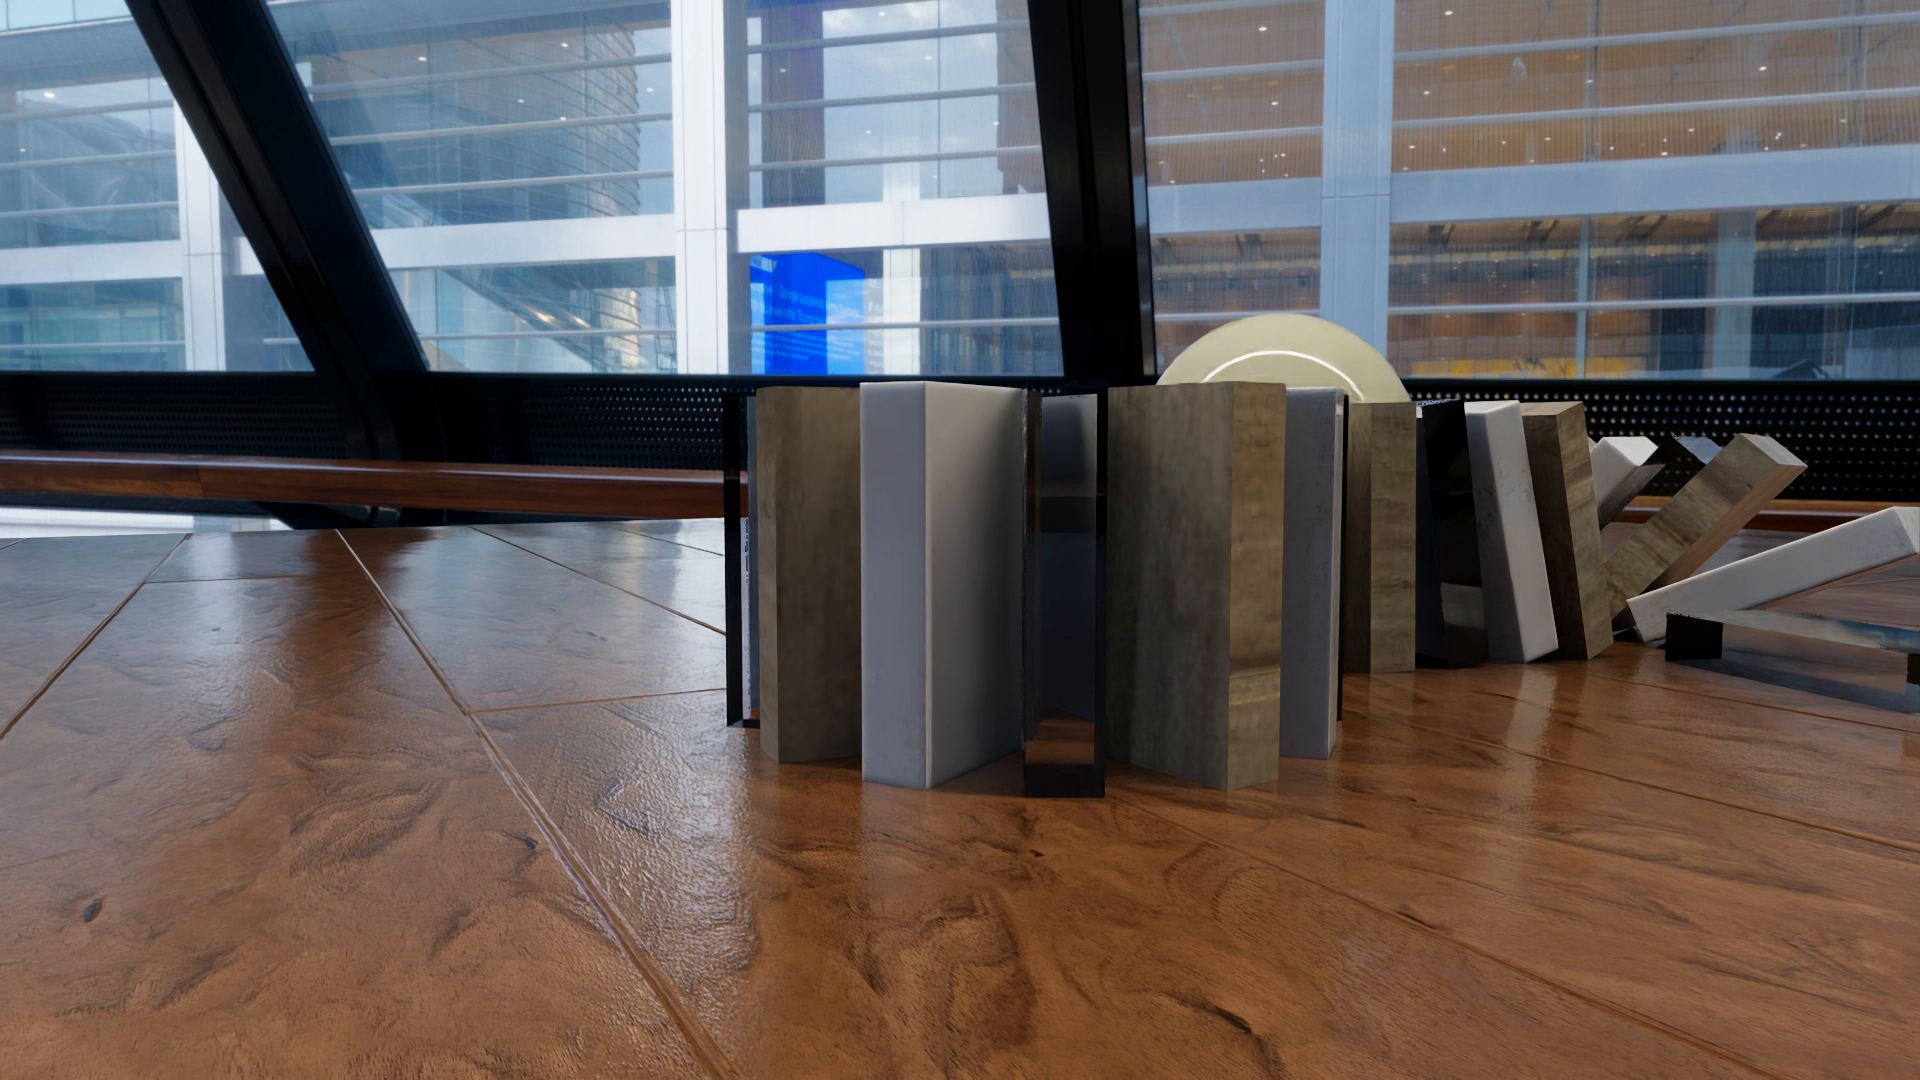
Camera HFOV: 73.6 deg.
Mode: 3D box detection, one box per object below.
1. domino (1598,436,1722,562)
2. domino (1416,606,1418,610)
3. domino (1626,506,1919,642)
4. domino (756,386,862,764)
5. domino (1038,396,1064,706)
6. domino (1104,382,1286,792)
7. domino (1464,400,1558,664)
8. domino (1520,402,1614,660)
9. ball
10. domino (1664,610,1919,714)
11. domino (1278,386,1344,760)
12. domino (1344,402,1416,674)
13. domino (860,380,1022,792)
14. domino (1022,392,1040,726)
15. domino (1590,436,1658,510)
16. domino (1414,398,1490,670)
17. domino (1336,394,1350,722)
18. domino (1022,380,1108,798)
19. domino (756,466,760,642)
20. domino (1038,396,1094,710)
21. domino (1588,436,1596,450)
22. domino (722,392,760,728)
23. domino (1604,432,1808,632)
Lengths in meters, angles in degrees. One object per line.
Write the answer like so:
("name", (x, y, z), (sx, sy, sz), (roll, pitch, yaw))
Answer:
("domino", (0.149, -0.001, 0.288), (0.025, 0.050, 0.009), (-3, 46, -44))
("domino", (0.122, -0.003, 0.315), (0.025, 0.050, 0.009), (-5, 47, -43))
("domino", (0.167, 0.007, 0.261), (0.025, 0.009, 0.050), (-1, -22, -44))
("domino", (-0.015, 0.004, 0.178), (0.025, 0.050, 0.009), (-2, 5, -23))
("domino", (0.007, 0.001, 0.217), (0.009, 0.050, 0.025), (-2, 5, -27))
("domino", (0.029, 0.005, 0.168), (0.009, 0.050, 0.025), (-3, 5, -36))
("domino", (0.102, -0.002, 0.257), (0.009, 0.050, 0.025), (-18, 11, -23))
("domino", (0.114, -0.002, 0.259), (0.009, 0.050, 0.025), (-22, 16, -31))
("ball", (0.092, -0.026, 0.374), (0.080, 0.080, 0.080), (0, 4, 0))
("domino", (0.156, 0.021, 0.230), (0.025, 0.009, 0.050), (-1, 4, -13))
("domino", (0.040, 0.004, 0.180), (0.025, 0.050, 0.009), (2, 5, 23))
("domino", (0.076, -0.001, 0.249), (0.009, 0.050, 0.025), (-3, 5, -16))
("domino", (-0.002, 0.005, 0.168), (0.009, 0.050, 0.025), (3, 5, 31))
("domino", (-0.001, 0.003, 0.198), (0.025, 0.050, 0.010), (1, 4, 9))
("domino", (0.140, -0.002, 0.297), (0.025, 0.050, 0.009), (-5, 47, -43))
("domino", (0.089, -0.002, 0.252), (0.009, 0.050, 0.025), (-11, 7, -17))
("domino", (0.045, 0.003, 0.196), (0.025, 0.050, 0.009), (-2, 5, -20))
("domino", (0.013, 0.005, 0.165), (0.009, 0.050, 0.025), (0, 4, 2))
("domino", (-0.020, 0.002, 0.212), (0.025, 0.050, 0.010), (1, 4, 11))
("domino", (0.020, 0.001, 0.216), (0.009, 0.050, 0.025), (-2, 5, -26))
("domino", (0.131, -0.003, 0.306), (0.025, 0.050, 0.009), (-5, 47, -43))
("domino", (-0.022, 0.003, 0.193), (0.025, 0.050, 0.009), (1, 4, 15))
("domino", (0.157, -0.001, 0.278), (0.025, 0.050, 0.009), (-2, 45, -45))
